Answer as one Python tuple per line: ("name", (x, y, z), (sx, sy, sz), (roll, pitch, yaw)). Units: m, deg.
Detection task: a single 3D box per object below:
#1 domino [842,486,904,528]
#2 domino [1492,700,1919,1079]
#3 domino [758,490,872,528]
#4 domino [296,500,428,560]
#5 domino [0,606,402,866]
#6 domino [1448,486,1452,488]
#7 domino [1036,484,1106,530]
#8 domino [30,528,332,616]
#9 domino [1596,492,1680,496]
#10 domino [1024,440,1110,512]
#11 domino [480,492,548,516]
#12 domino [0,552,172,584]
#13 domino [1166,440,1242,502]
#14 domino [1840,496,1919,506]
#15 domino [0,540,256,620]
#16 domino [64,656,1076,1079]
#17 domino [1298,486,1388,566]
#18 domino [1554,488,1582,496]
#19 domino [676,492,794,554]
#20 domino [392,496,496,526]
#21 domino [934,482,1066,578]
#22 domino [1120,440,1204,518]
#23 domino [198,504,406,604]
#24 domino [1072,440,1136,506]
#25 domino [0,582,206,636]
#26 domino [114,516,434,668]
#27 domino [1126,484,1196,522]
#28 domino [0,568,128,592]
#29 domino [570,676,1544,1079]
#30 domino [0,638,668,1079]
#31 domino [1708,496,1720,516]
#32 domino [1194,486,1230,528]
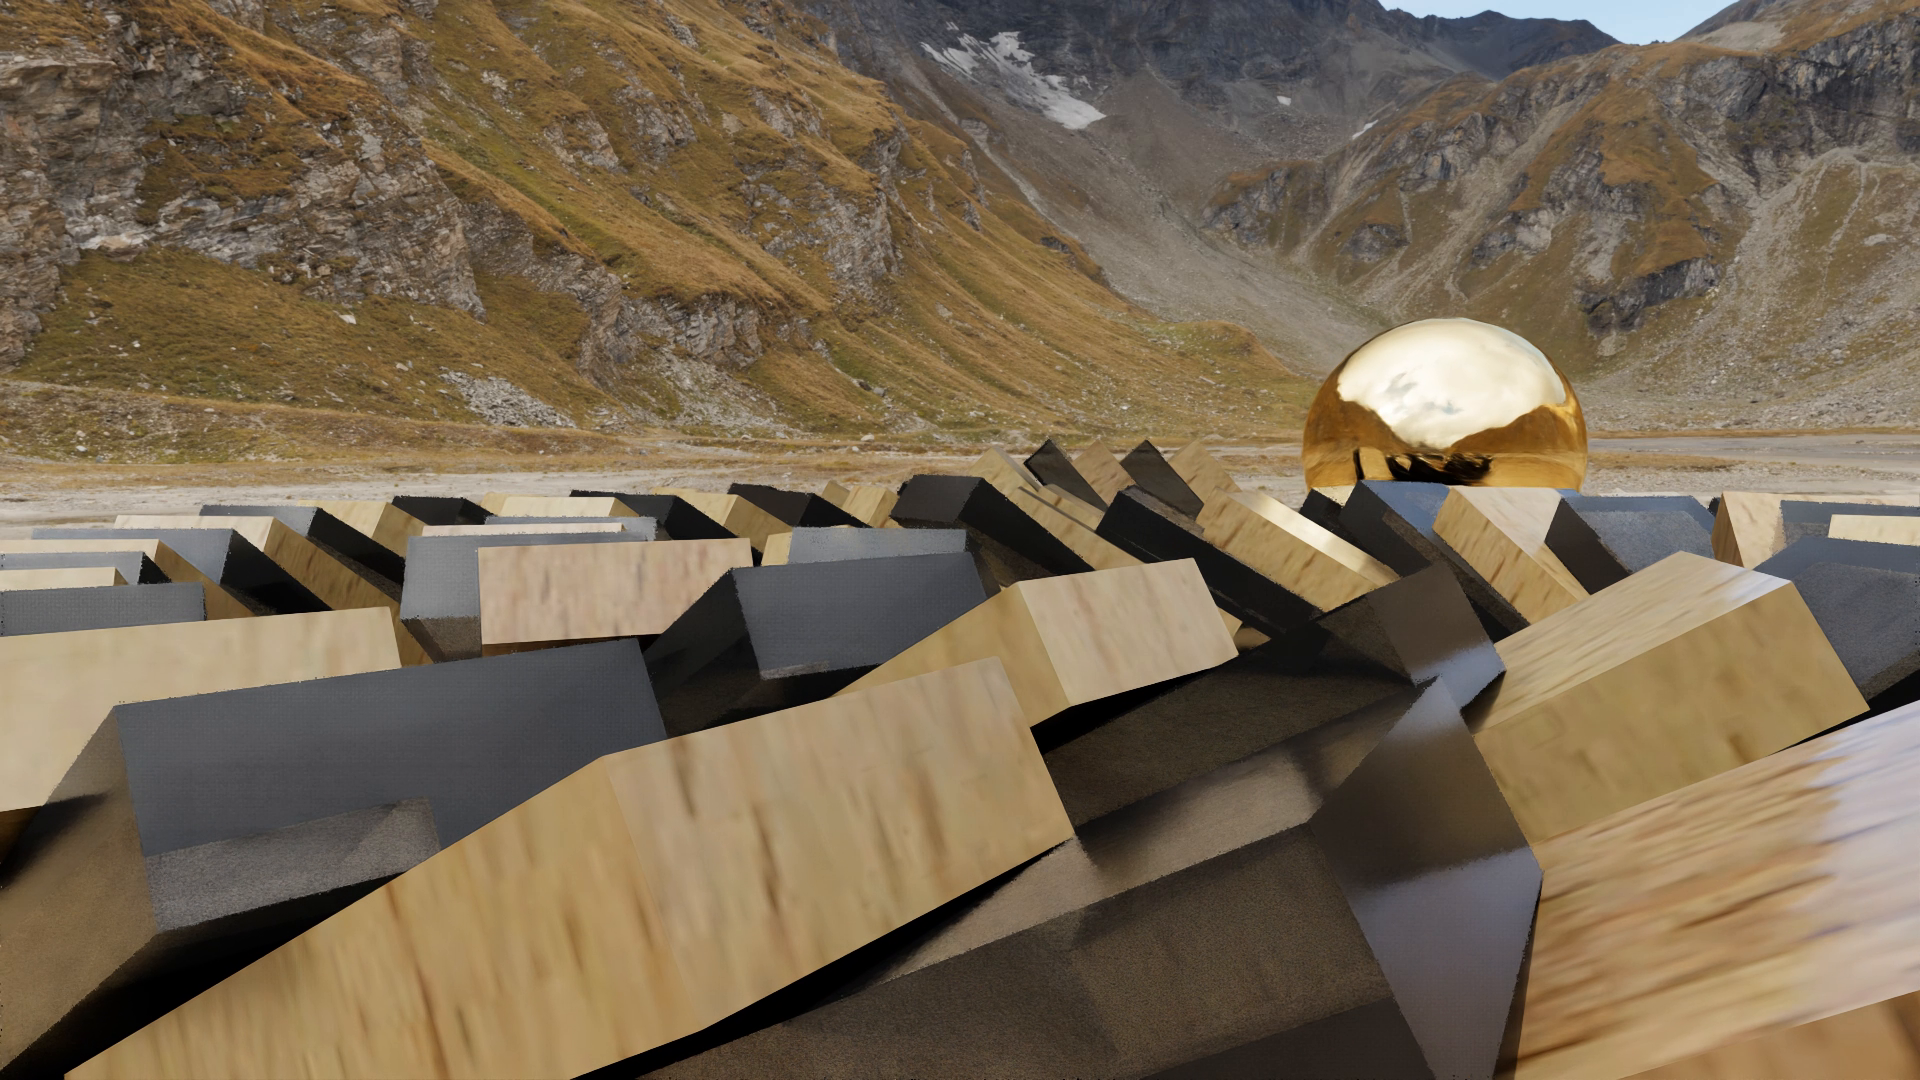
("domino", (-0.002, 0.004, 0.294), (0.050, 0.010, 0.025), (30, -7, -20))
("domino", (0.019, 0.023, 0.051), (0.050, 0.010, 0.025), (-29, -7, 22))
("domino", (-0.019, 0.005, 0.281), (0.050, 0.010, 0.025), (31, -12, -29))
("domino", (-0.102, 0.008, 0.250), (0.025, 0.009, 0.050), (2, -24, 29))
("domino", (-0.059, 0.020, 0.089), (0.025, 0.010, 0.050), (-4, -23, -41))
("domino", (0.125, 0.005, 0.289), (0.025, 0.010, 0.050), (-3, 34, -40))
("domino", (0.041, 0.003, 0.310), (0.050, 0.009, 0.025), (30, 9, 7))
("domino", (-0.105, 0.013, 0.184), (0.025, 0.009, 0.050), (0, -24, -1))
("domino", (0.152, 0.007, 0.256), (0.025, 0.010, 0.050), (-2, 33, -26))
("domino", (0.038, -0.006, 0.353), (0.010, 0.050, 0.025), (-42, -2, 8))
("domino", (-0.081, 0.005, 0.288), (0.025, 0.010, 0.050), (4, -22, 43))
("domino", (-0.096, 0.016, 0.142), (0.025, 0.009, 0.050), (-1, -24, -13))
("domino", (0.076, -0.005, 0.345), (0.010, 0.050, 0.025), (-41, -1, 8))
("domino", (0.172, 0.010, 0.217), (0.025, 0.009, 0.050), (0, 34, -7))
("domino", (-0.103, 0.014, 0.163), (0.025, 0.010, 0.050), (0, -24, -3))
("domino", (-0.022, 0.022, 0.066), (0.050, 0.010, 0.025), (-31, -13, 32))
("domino", (0.106, 0.004, 0.300), (0.050, 0.010, 0.025), (37, 25, 31))
("domino", (0.141, 0.006, 0.273), (0.025, 0.009, 0.050), (-2, 33, -31))
("domino", (-0.035, 0.006, 0.266), (0.050, 0.010, 0.025), (33, -17, -35))
("domino", (-0.093, 0.006, 0.270), (0.025, 0.009, 0.050), (3, -23, 37))
("domino", (0.018, 0.003, 0.305), (0.050, 0.009, 0.025), (29, 2, -6))
("domino", (0.063, -0.005, 0.348), (0.009, 0.050, 0.025), (-41, -1, 8))
("domino", (-0.107, 0.009, 0.229), (0.025, 0.010, 0.050), (1, -24, 20))
("domino", (0.051, -0.006, 0.350), (0.009, 0.050, 0.025), (-42, -1, 8))
("domino", (-0.075, 0.018, 0.104), (0.025, 0.010, 0.050), (-3, -24, -29))
("domino", (-0.108, 0.011, 0.206), (0.025, 0.009, 0.050), (1, -24, 8))
("domino", (0.061, 0.003, 0.307), (0.050, 0.009, 0.025), (30, 9, 8))
("domino", (-0.088, 0.017, 0.122), (0.025, 0.010, 0.050), (-2, -24, -18))
("domino", (-0.002, 0.022, 0.057), (0.050, 0.010, 0.025), (-30, -10, 27))
("domino", (-0.041, 0.021, 0.076), (0.025, 0.009, 0.050), (-5, -22, -48))
("domino", (0.165, 0.009, 0.237), (0.025, 0.010, 0.050), (-1, 33, -15))
("domino", (0.080, 0.004, 0.302), (0.050, 0.010, 0.025), (30, 10, 8))
